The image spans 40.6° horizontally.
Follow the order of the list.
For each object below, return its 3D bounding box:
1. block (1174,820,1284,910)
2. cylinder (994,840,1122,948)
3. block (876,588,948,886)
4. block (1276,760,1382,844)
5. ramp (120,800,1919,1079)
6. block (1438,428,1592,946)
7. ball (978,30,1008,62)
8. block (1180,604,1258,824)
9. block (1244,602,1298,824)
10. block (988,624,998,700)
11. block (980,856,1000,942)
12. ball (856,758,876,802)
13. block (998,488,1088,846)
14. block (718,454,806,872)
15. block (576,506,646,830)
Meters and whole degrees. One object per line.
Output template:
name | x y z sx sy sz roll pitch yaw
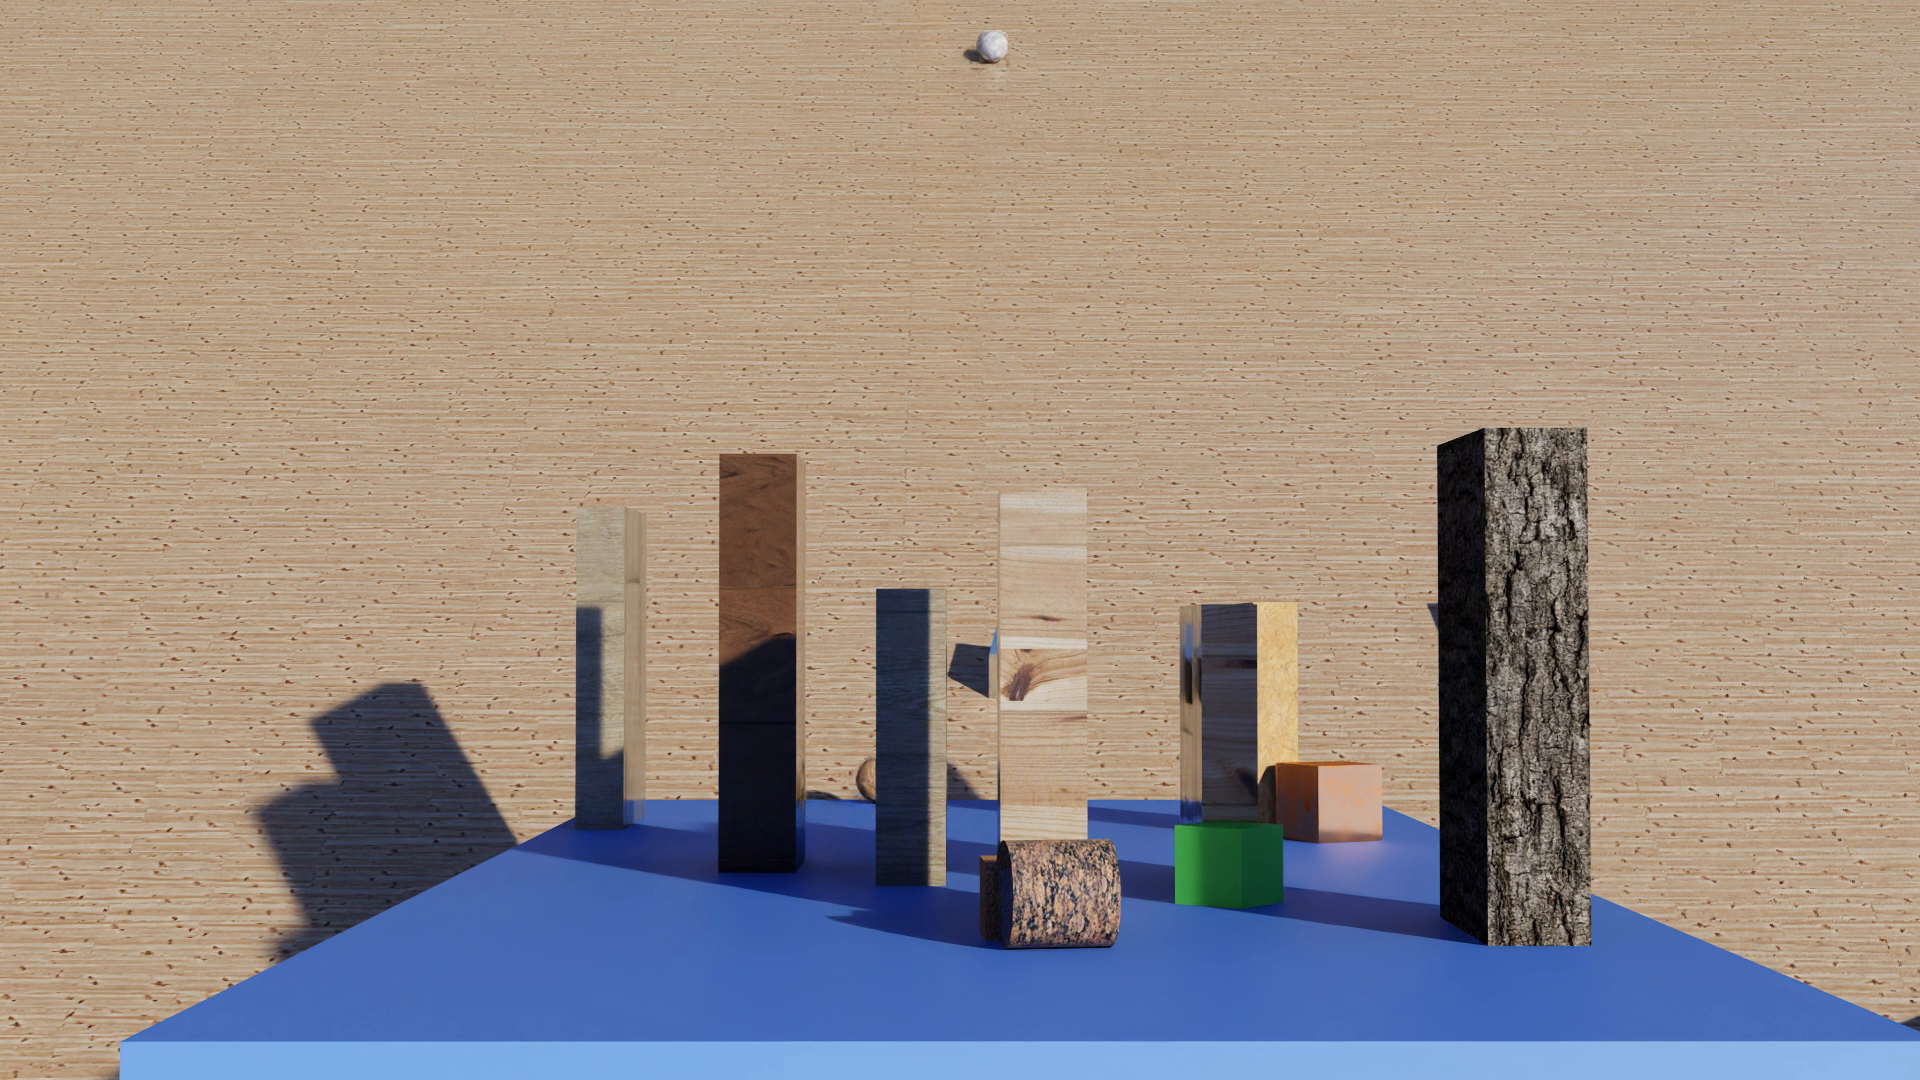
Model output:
block | 0.444 0.534 4.282 0.129 0.129 0.129 -2 -2 38
cylinder | 0.138 0.502 3.692 0.153 0.153 0.153 0 35 -9
block | -0.086 0.353 4.768 0.123 0.523 0.384 0 -2 0
block | 0.790 0.560 5.569 0.162 0.162 0.162 1 -2 -26
ramp | 0.078 0.667 4.848 2.000 0.100 4.000 0 -2 0
block | 0.827 0.215 3.903 0.147 0.741 0.371 0 -2 0
ball | 0.136 -2.036 10.719 0.125 0.125 0.125 0 35 0
block | 0.455 0.362 4.594 0.095 0.493 0.430 0 -2 0
block | 0.685 0.395 5.817 0.097 0.508 0.359 0 -2 0
block | 0.173 0.344 7.330 0.158 0.158 0.158 6 36 8
block | 0.090 0.526 3.823 0.114 0.114 0.114 0 -2 -4
ball | -0.209 0.620 6.712 0.120 0.120 0.120 0 35 0
block | 0.126 0.259 4.057 0.130 0.664 0.328 0 -2 0
block | -0.376 0.232 4.967 0.144 0.778 0.286 0 -2 0
block | -0.810 0.294 6.048 0.108 0.727 0.414 0 -2 0
